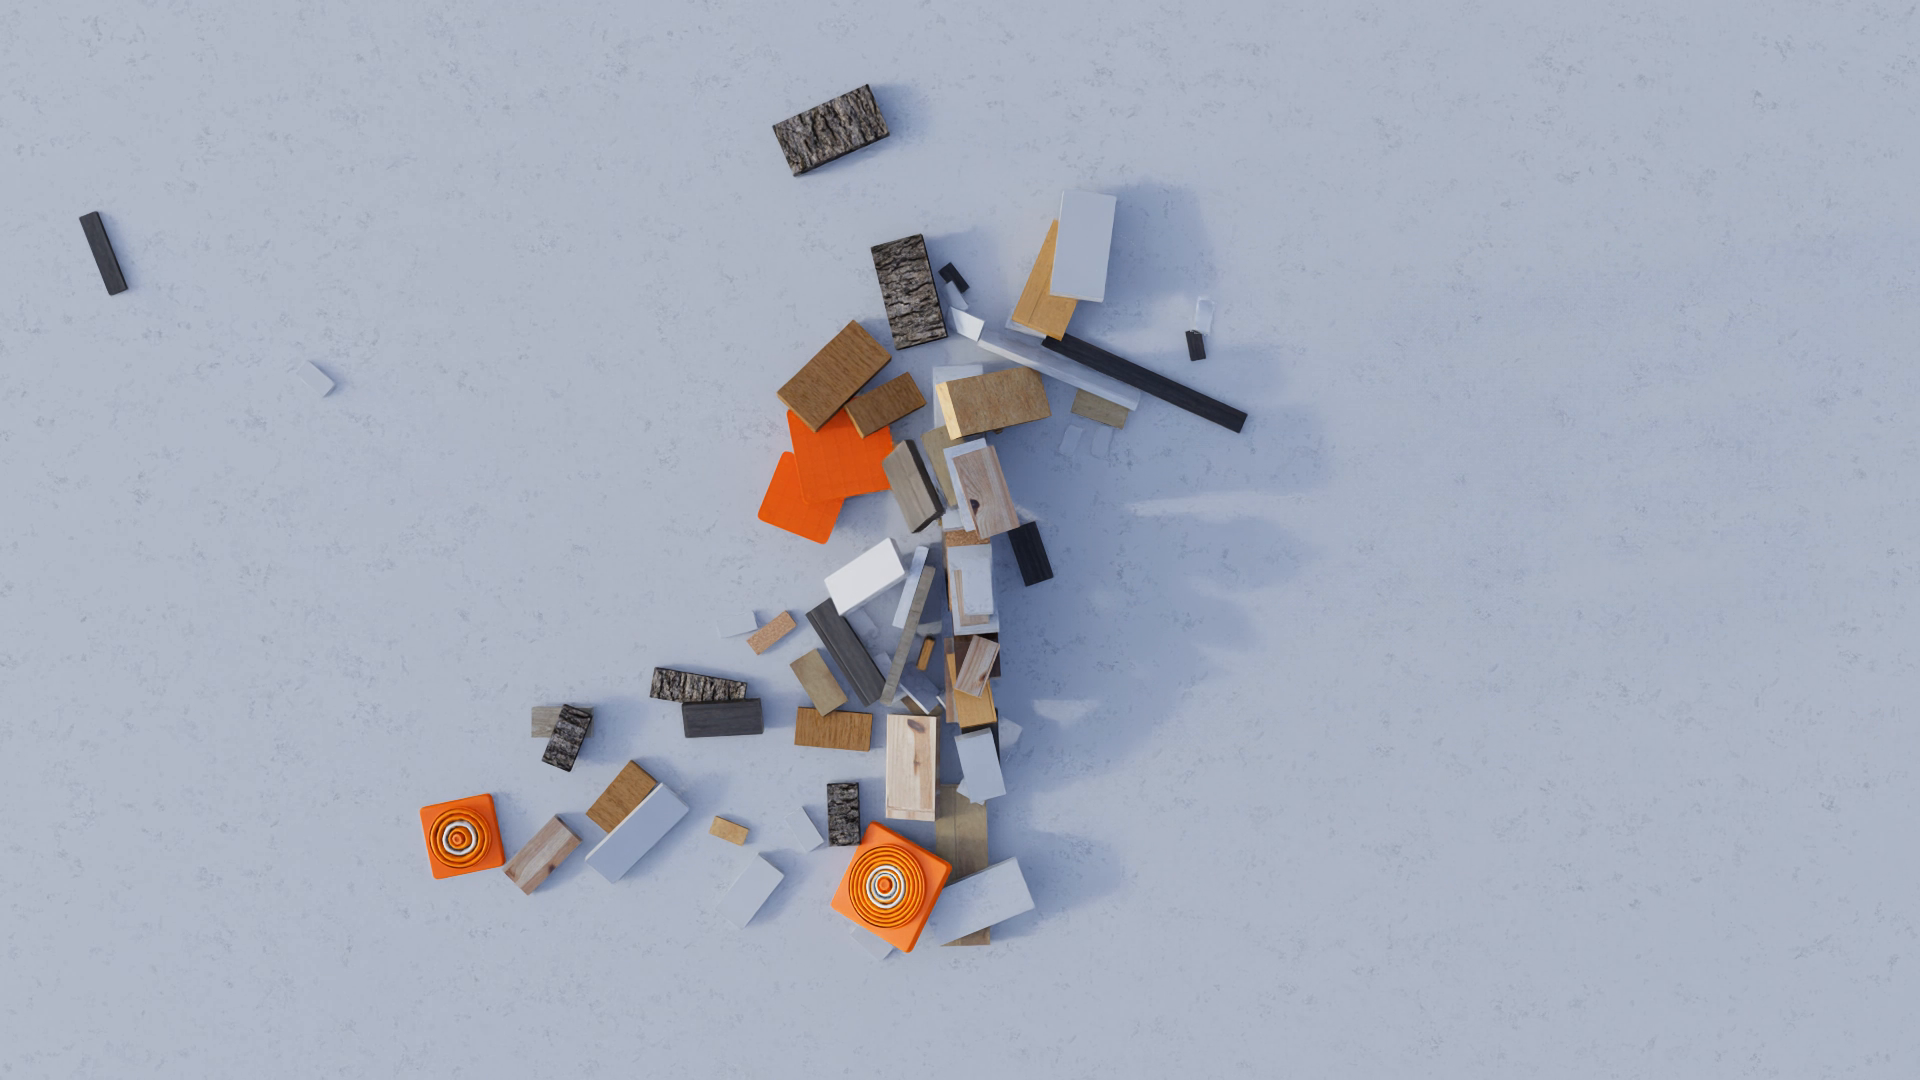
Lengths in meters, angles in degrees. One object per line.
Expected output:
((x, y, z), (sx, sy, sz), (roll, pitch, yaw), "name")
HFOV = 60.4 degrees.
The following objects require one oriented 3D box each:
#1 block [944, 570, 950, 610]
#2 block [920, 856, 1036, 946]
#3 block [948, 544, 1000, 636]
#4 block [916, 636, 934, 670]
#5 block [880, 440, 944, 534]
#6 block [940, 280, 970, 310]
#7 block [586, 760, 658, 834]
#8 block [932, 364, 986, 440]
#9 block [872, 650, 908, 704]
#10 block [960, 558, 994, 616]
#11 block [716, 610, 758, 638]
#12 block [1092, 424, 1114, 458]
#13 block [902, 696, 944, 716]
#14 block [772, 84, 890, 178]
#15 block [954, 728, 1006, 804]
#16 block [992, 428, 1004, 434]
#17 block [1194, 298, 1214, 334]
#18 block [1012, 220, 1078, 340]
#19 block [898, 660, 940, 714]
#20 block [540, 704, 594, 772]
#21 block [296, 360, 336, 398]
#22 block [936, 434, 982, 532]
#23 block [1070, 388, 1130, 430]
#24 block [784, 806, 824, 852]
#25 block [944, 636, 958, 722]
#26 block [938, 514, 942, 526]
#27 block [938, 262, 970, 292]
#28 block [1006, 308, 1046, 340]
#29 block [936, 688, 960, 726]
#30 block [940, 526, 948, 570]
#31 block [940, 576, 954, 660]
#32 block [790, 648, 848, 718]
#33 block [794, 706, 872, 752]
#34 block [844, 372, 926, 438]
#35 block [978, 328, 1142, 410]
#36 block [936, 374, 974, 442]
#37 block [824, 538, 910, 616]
((0.006, 0.122, 5.444), (0.109, 0.031, 0.219), (-5, 69, -1), "block")
((0.056, 1.188, 5.427), (0.342, 0.048, 0.171), (-22, 90, 0), "block")
((0.042, 0.157, 5.261), (0.143, 0.041, 0.286), (-4, 68, -1), "block")
((-0.113, 0.369, 5.401), (0.028, 0.198, 0.099), (18, 90, -2), "block")
((-0.155, -0.174, 5.328), (0.135, 0.038, 0.271), (-40, 65, 37), "block")
((-0.018, -0.803, 5.481), (0.053, 0.015, 0.105), (-33, 92, 23), "block")
((-1.125, 0.857, 5.484), (0.115, 0.033, 0.230), (40, 90, 0), "block")
((-0.002, -0.412, 5.427), (0.166, 0.047, 0.331), (-2, 72, 0), "block")
((-0.242, 0.460, 5.472), (0.082, 0.023, 0.165), (-30, 80, 2), "block")
((0.054, 0.147, 5.202), (0.091, 0.026, 0.182), (-4, 68, -1), "block")
((-0.742, 0.282, 5.491), (0.126, 0.018, 0.063), (-16, 90, 0), "block")
((0.472, -0.328, 5.493), (0.051, 0.014, 0.102), (14, 90, 0), "block")
((-0.139, 0.535, 5.488), (0.082, 0.023, 0.165), (-41, 90, 0), "block")
((-0.428, -1.359, 5.475), (0.348, 0.049, 0.174), (-24, 90, 0), "block")
((0.066, 0.732, 5.354), (0.120, 0.034, 0.239), (-14, 114, -3), "block")
((0.129, -0.446, 5.429), (0.091, 0.026, 0.183), (37, 58, -18), "block")
((0.810, -0.744, 5.481), (0.053, 0.015, 0.105), (11, 87, -6), "block")
((0.322, -0.859, 5.453), (0.179, 0.051, 0.357), (23, 83, 0), "block")
((-0.135, 0.488, 5.451), (0.165, 0.023, 0.082), (46, 61, 3), "block")
((-1.300, 0.655, 5.458), (0.100, 0.028, 0.200), (22, 90, 0), "block")
((-2.144, -0.536, 5.491), (0.121, 0.017, 0.060), (41, 90, 0), "block")
((0.006, -0.201, 5.317), (0.166, 0.047, 0.331), (-8, 77, -1), "block")
((0.468, -0.440, 5.487), (0.183, 0.026, 0.091), (19, 90, 0), "block")
((-0.517, 0.963, 5.490), (0.069, 0.020, 0.138), (-33, 90, 0), "block")
((0.020, 0.453, 5.371), (0.138, 0.039, 0.275), (-2, 90, -1), "block")
((0.008, -0.207, 5.405), (0.166, 0.047, 0.331), (-2, 64, 0), "block")
((-0.020, -0.867, 5.493), (0.053, 0.015, 0.105), (-37, 90, 0), "block")
((0.227, -0.719, 5.477), (0.140, 0.020, 0.070), (15, 83, 7), "block")
((-0.014, 0.548, 5.454), (0.066, 0.019, 0.132), (-40, 95, -29), "block")
((-0.007, -0.012, 5.453), (0.109, 0.031, 0.219), (-3, 74, -1), "block")
((0.008, 0.256, 5.446), (0.138, 0.039, 0.275), (-1, 75, 0), "block")
((-0.468, 0.473, 5.466), (0.103, 0.029, 0.205), (-32, 82, -6), "block")
((-0.420, 0.629, 5.482), (0.249, 0.035, 0.125), (5, 90, 0), "block")
((-0.247, -0.445, 5.442), (0.247, 0.035, 0.123), (-30, 88, -19), "block")
((0.330, -0.566, 5.455), (0.561, 0.091, 0.026), (22, 126, 0), "block")
((-0.017, -0.412, 5.323), (0.123, 0.035, 0.247), (-1, 77, 0), "block")
((-0.305, 0.122, 5.412), (0.275, 0.039, 0.138), (-33, 67, 19), "block")
